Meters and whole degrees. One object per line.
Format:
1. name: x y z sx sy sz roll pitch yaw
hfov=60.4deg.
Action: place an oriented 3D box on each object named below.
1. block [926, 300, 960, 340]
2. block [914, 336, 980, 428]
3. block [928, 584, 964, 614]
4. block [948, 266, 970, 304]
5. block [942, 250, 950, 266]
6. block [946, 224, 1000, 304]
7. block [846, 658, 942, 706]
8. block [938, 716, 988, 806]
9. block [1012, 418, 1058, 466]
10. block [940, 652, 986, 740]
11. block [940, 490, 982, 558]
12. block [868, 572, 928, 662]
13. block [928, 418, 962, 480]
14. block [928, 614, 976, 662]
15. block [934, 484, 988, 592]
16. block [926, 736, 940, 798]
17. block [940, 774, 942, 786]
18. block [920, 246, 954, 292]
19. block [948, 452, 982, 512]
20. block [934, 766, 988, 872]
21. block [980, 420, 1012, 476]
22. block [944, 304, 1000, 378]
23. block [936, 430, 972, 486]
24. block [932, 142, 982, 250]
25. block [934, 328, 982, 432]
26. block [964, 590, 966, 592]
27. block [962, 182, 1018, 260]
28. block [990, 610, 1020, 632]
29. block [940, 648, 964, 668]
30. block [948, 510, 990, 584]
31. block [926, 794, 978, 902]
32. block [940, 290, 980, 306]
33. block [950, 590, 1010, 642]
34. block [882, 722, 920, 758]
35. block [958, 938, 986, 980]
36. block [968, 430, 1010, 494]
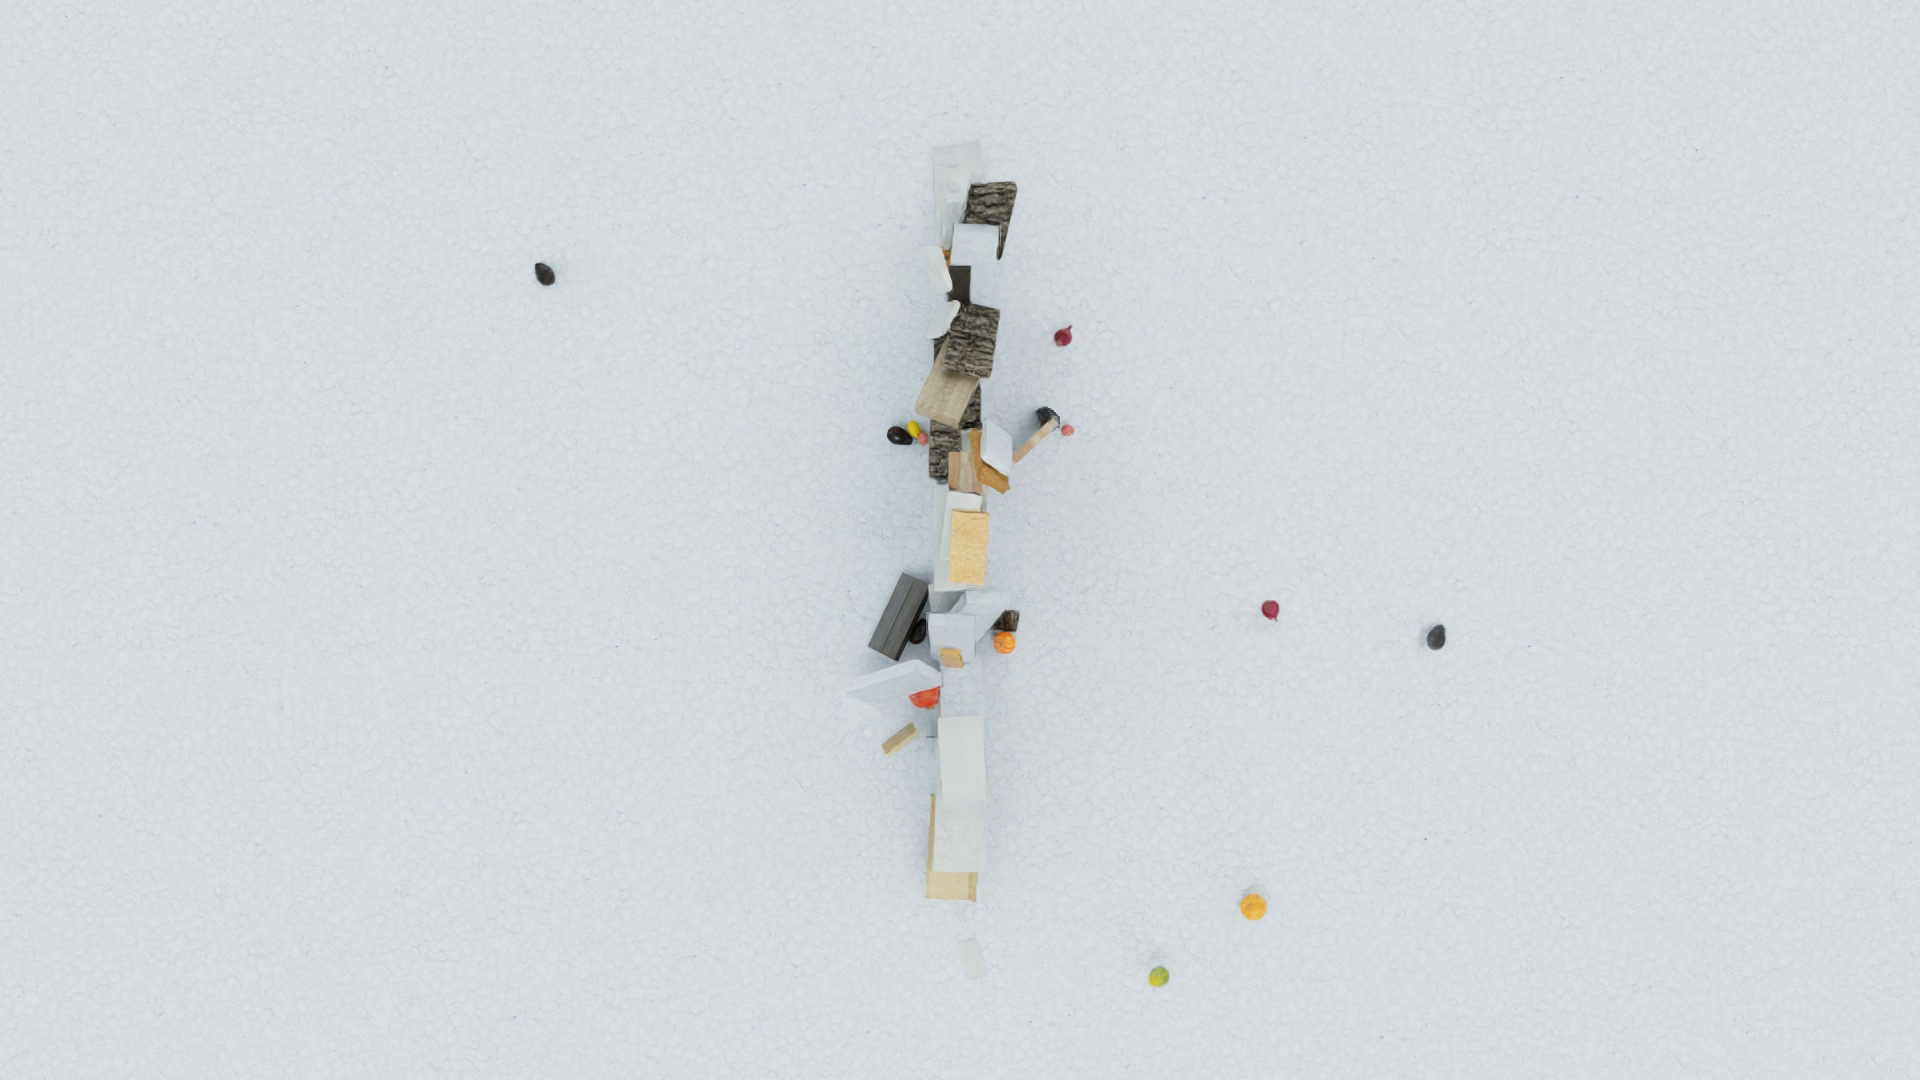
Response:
1. block: -0.053 -0.717 5.363 0.020 0.071 0.142 44 57 -31
2. block: -0.022 -0.513 5.305 0.152 0.043 0.304 20 61 6
3. block: -0.040 0.219 5.403 0.111 0.222 0.031 -6 52 0
4. block: -0.003 -0.830 5.361 0.071 0.142 0.020 0 48 -2
5. block: 0.001 -0.974 5.444 0.133 0.038 0.265 -2 90 0
6. block: 0.039 -0.893 5.338 0.144 0.289 0.041 2 48 -5
7. block: -0.215 0.466 5.368 0.285 0.143 0.040 -20 55 30
8. block: 0.008 0.708 5.289 0.143 0.040 0.285 -4 62 0
9. block: 0.236 -0.318 5.418 0.200 0.100 0.028 -42 90 21
10. block: 0.008 0.513 5.427 0.143 0.040 0.285 -1 68 1
11. block: 0.002 -0.045 5.067 0.105 0.030 0.210 8 105 -1
12. block: -0.197 0.254 5.461 0.111 0.031 0.272 25 90 27
13. block: -0.046 -0.287 5.226 0.100 0.028 0.200 3 65 -3
14. block: -0.024 0.318 5.330 0.143 0.285 0.040 3 63 3
15. block: 0.002 -0.006 5.138 0.164 0.047 0.329 -1 85 0
16. block: -0.019 0.818 5.476 0.168 0.048 0.336 -3 90 0
17. block: 0.008 0.689 5.387 0.143 0.040 0.285 -2 47 1
18. block: -0.071 -0.831 5.049 0.071 0.020 0.142 -3 70 -41
19. block: 0.017 -0.168 5.113 0.105 0.030 0.210 1 78 0
20. block: 0.003 0.907 5.370 0.168 0.048 0.336 2 80 0
21. block: 0.113 -0.286 5.093 0.100 0.200 0.028 35 118 -20
22. block: 0.040 -0.650 5.336 0.152 0.043 0.304 11 46 -3
23. block: -0.007 -0.220 5.244 0.134 0.038 0.268 0 66 0
24. block: -0.003 -1.088 5.248 0.144 0.402 0.041 -7 54 -3
25. block: -0.009 -0.515 5.371 0.152 0.043 0.373 1 66 -3
26. block: -0.029 0.161 5.419 0.072 0.145 0.021 -23 74 20
27. block: 0.084 -1.017 5.292 0.144 0.289 0.041 -7 52 -18
28. block: 0.122 0.262 5.471 0.145 0.021 0.072 8 124 0
29. block: -0.027 0.387 5.385 0.064 0.129 0.018 4 68 8
30. block: 0.027 0.022 5.050 0.111 0.031 0.222 4 105 2
31. block: -0.020 1.011 5.429 0.168 0.048 0.336 3 90 0
32. block: 0.002 -0.965 5.481 0.133 0.038 0.572 0 90 0
33. block: 0.038 0.250 5.311 0.143 0.365 0.040 1 66 -17
34. block: -0.198 0.661 5.467 0.129 0.064 0.018 -38 119 0
35. block: 0.041 1.396 5.491 0.064 0.018 0.129 -16 89 0
36. block: 0.089 -0.242 5.075 0.105 0.210 0.030 27 124 -32
